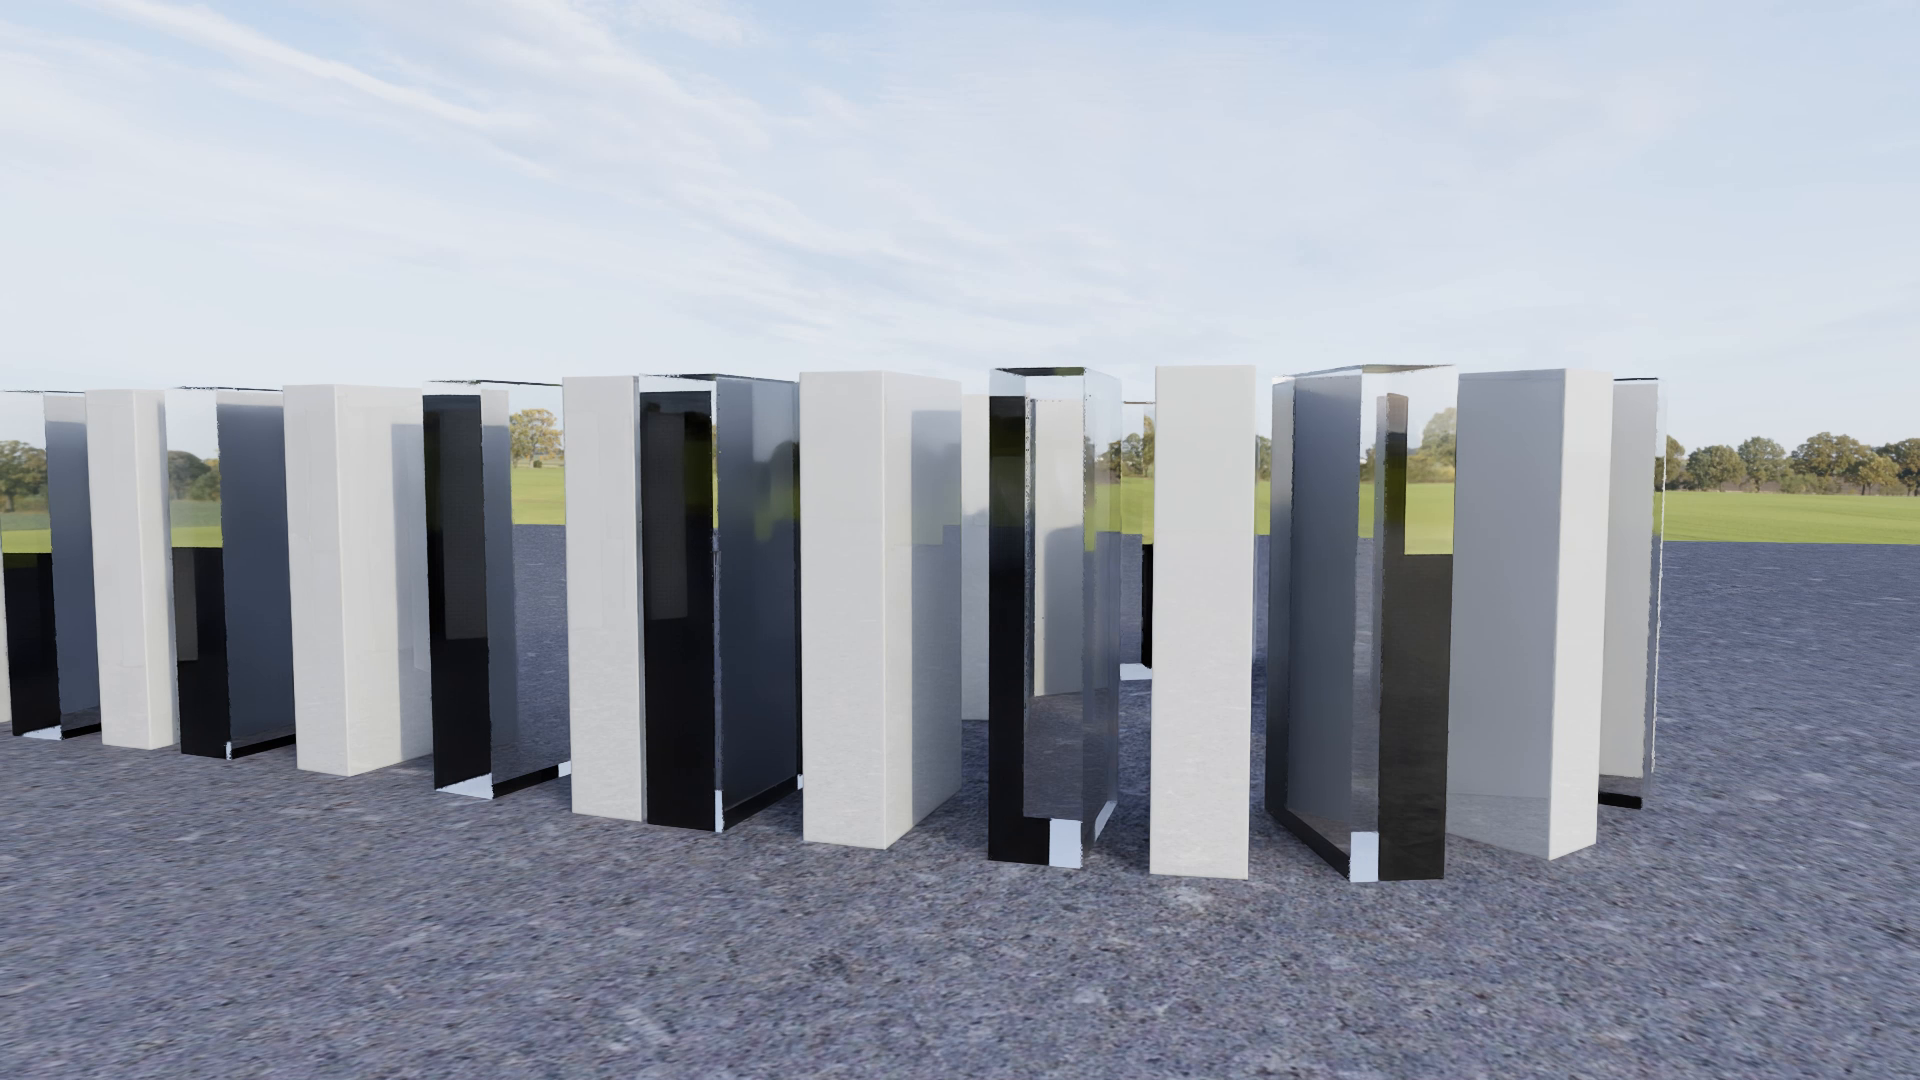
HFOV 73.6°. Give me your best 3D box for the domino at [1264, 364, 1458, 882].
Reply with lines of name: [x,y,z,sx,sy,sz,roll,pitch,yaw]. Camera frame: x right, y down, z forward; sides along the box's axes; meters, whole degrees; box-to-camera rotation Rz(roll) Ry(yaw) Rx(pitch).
domino: [0.041,0.007,0.136,0.010,0.050,0.025,0,4,-6]

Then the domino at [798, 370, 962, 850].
domino: [-0.008,0.007,0.146,0.010,0.050,0.025,1,5,19]

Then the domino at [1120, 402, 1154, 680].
domino: [0.031,-0.001,0.243,0.009,0.050,0.025,-1,4,-11]

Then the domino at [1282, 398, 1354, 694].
domino: [0.069,0.000,0.229,0.025,0.050,0.010,-4,6,-41]

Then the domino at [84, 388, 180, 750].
domino: [-0.113,0.003,0.190,0.010,0.050,0.025,2,5,20]

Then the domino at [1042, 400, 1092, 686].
domino: [0.013,0.000,0.237,0.009,0.050,0.025,-2,5,-27]

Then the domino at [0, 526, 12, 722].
domino: [-0.150,0.002,0.201,0.009,0.050,0.025,1,4,9]

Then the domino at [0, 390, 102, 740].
domino: [-0.130,0.003,0.196,0.009,0.050,0.025,1,4,17]

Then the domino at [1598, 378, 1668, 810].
domino: [0.072,0.006,0.158,0.025,0.050,0.009,3,5,34]

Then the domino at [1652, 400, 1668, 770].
domino: [0.080,0.005,0.174,0.025,0.050,0.009,2,5,24]

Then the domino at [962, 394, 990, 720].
domino: [0.000,0.002,0.201,0.025,0.050,0.009,0,4,0]

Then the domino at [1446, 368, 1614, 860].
domino: [0.057,0.007,0.142,0.009,0.050,0.025,-3,5,-37]

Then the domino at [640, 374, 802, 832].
domino: [-0.026,0.006,0.152,0.009,0.050,0.025,1,5,19]

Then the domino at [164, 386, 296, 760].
domino: [-0.098,0.004,0.184,0.009,0.050,0.025,2,5,21]

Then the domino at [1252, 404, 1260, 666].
domino: [0.051,-0.001,0.243,0.009,0.050,0.025,1,4,16]

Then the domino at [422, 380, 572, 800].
domino: [-0.055,0.005,0.165,0.009,0.050,0.025,2,5,25]

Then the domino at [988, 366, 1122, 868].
domino: [0.011,0.007,0.140,0.010,0.050,0.025,1,4,16]

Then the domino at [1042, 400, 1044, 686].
domino: [0.001,0.001,0.222,0.025,0.050,0.009,1,4,13]

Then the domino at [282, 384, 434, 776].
domino: [-0.077,0.004,0.176,0.009,0.050,0.025,2,5,24]

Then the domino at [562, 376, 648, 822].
domino: [-0.036,0.006,0.156,0.009,0.050,0.025,2,5,21]

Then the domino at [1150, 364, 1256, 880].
domino: [0.026,0.007,0.137,0.010,0.050,0.025,1,4,10]
